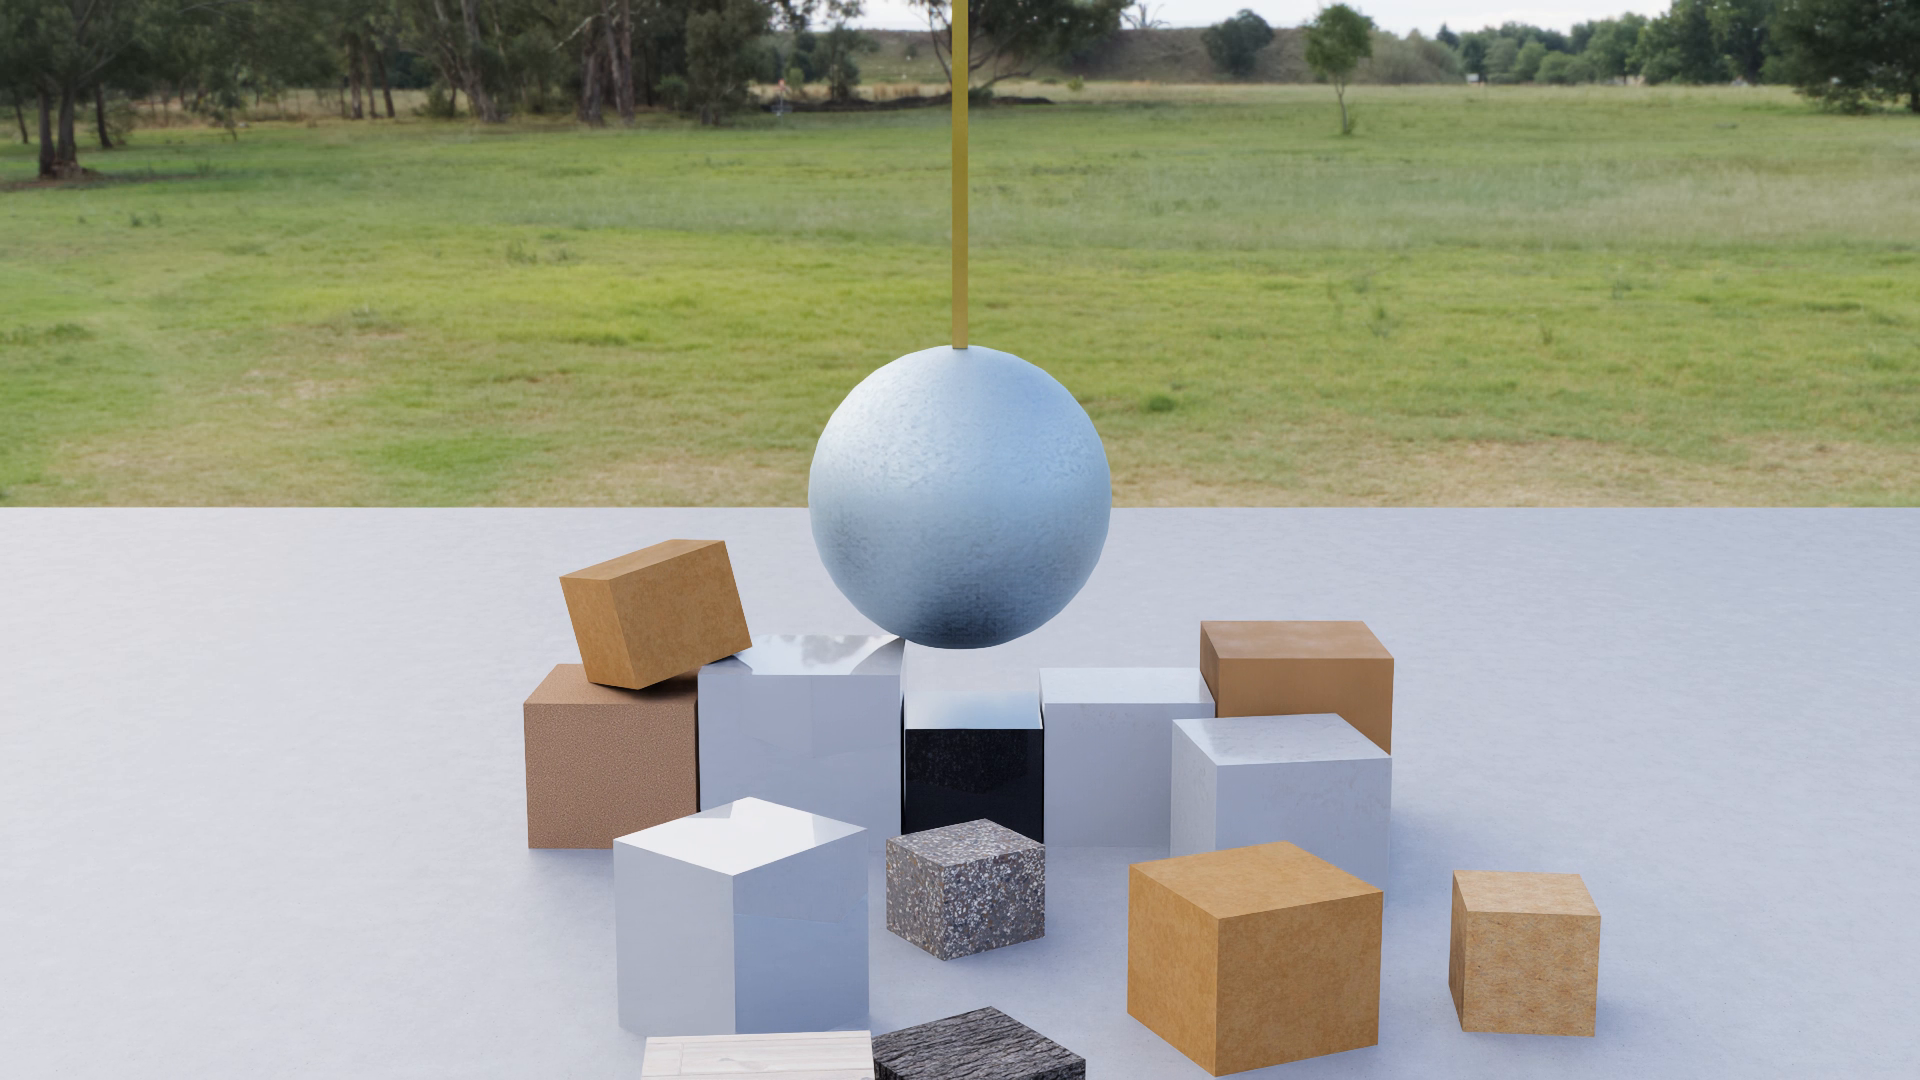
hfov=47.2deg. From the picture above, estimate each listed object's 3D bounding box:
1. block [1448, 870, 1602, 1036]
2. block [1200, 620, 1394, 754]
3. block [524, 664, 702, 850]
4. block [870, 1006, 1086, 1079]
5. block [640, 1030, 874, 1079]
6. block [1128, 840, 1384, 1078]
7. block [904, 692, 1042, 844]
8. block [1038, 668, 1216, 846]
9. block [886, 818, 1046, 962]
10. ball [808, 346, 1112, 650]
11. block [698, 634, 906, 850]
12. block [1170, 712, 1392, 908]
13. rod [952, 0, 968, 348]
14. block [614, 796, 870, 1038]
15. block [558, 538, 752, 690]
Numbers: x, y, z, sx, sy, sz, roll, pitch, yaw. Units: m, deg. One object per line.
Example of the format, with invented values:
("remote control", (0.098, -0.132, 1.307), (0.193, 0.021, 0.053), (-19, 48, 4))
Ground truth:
("block", (2.287, 1.674, 8.950), (0.514, 0.505, 0.502), (1, 10, 6))
("block", (1.713, 0.990, 11.374), (0.863, 0.983, 0.870), (0, 10, 0))
("block", (-1.733, 1.106, 11.384), (0.850, 0.751, 0.847), (0, 10, 1))
("block", (0.022, 1.955, 7.342), (0.576, 0.526, 0.547), (-7, 12, -33))
("block", (-0.626, 1.988, 6.861), (0.724, 0.633, 0.744), (-1, 10, -4))
("block", (1.162, 1.646, 8.751), (0.742, 0.631, 0.692), (-5, 11, -24))
("block", (0.069, 1.175, 11.399), (0.687, 0.611, 0.761), (0, 10, 0))
("block", (0.845, 1.111, 11.380), (0.849, 0.743, 0.747), (0, 10, 0))
("block", (0.023, 1.554, 9.828), (0.537, 0.426, 0.472), (-7, 12, -33))
("ball", (0.000, -0.222, 11.558), (1.600, 1.600, 1.600), (0, 10, 0))
("block", (-0.791, 1.030, 11.372), (0.999, 0.904, 0.889), (0, 10, 1))
("block", (1.507, 1.290, 10.452), (0.828, 0.721, 0.807), (-2, 10, -9))
("rod", (0.000, -3.518, 10.722), (0.080, 5.200, 0.080), (0, 14, 0))
("block", (-0.871, 1.555, 8.829), (0.675, 0.781, 0.751), (9, 13, 39))
("block", (-1.554, 0.366, 11.225), (0.667, 0.567, 0.597), (-20, 12, -32))
